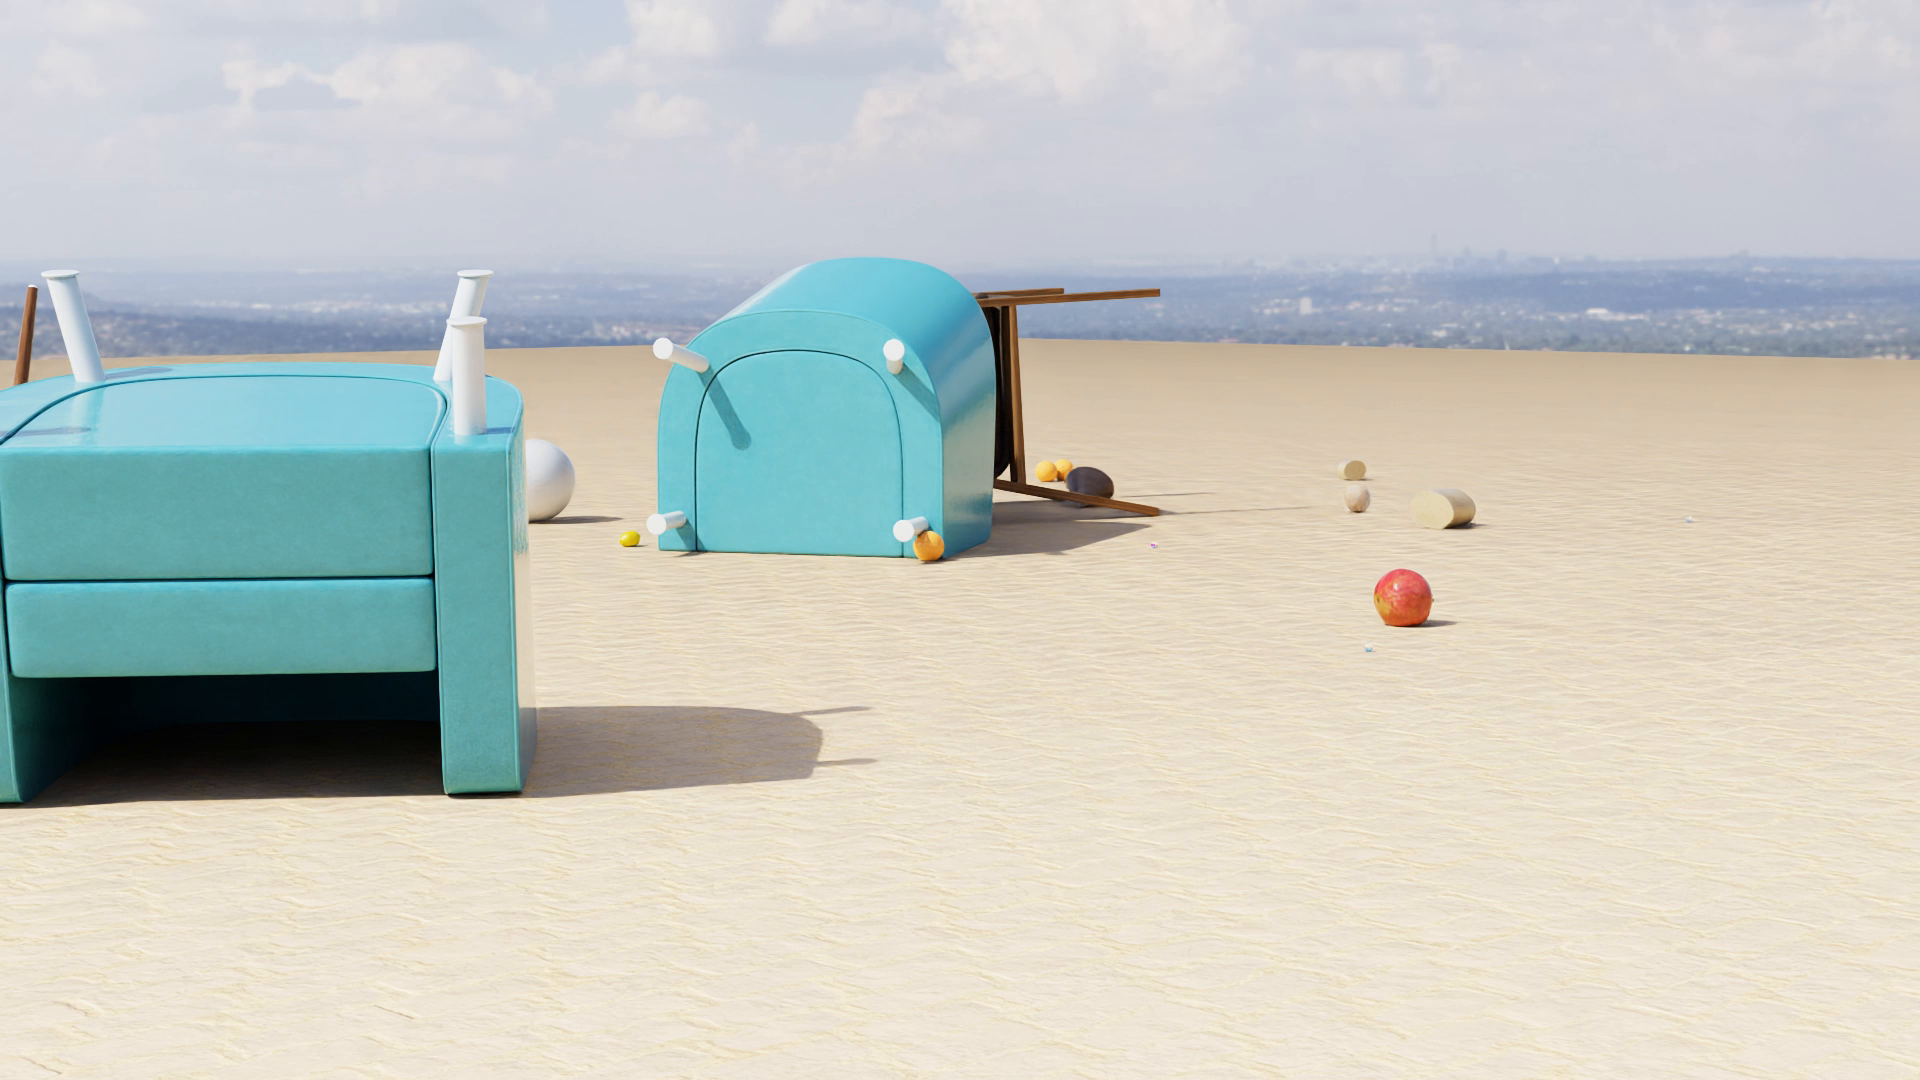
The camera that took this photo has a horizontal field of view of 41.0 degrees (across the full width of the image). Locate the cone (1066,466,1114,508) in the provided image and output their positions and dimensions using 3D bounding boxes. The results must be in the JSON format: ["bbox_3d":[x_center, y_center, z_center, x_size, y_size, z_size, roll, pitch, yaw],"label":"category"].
[{"bbox_3d":[0.354,-0.122,7.322,0.147,0.123,0.139,12,33,11],"label":"cone"}]

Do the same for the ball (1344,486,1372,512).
[{"bbox_3d":[1.108,-0.113,7.149,0.074,0.074,0.074,0,6,0],"label":"ball"}]

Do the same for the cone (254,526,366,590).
[{"bbox_3d":[-1.400,0.068,5.449,0.222,0.125,0.175,-24,5,-34],"label":"cone"}]

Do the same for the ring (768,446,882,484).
[{"bbox_3d":[-0.431,-0.241,8.204,0.380,0.114,0.207,0,7,13],"label":"ring"}]

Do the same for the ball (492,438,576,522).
[{"bbox_3d":[-1.141,-0.159,6.870,0.223,0.223,0.223,0,6,0],"label":"ball"}]
